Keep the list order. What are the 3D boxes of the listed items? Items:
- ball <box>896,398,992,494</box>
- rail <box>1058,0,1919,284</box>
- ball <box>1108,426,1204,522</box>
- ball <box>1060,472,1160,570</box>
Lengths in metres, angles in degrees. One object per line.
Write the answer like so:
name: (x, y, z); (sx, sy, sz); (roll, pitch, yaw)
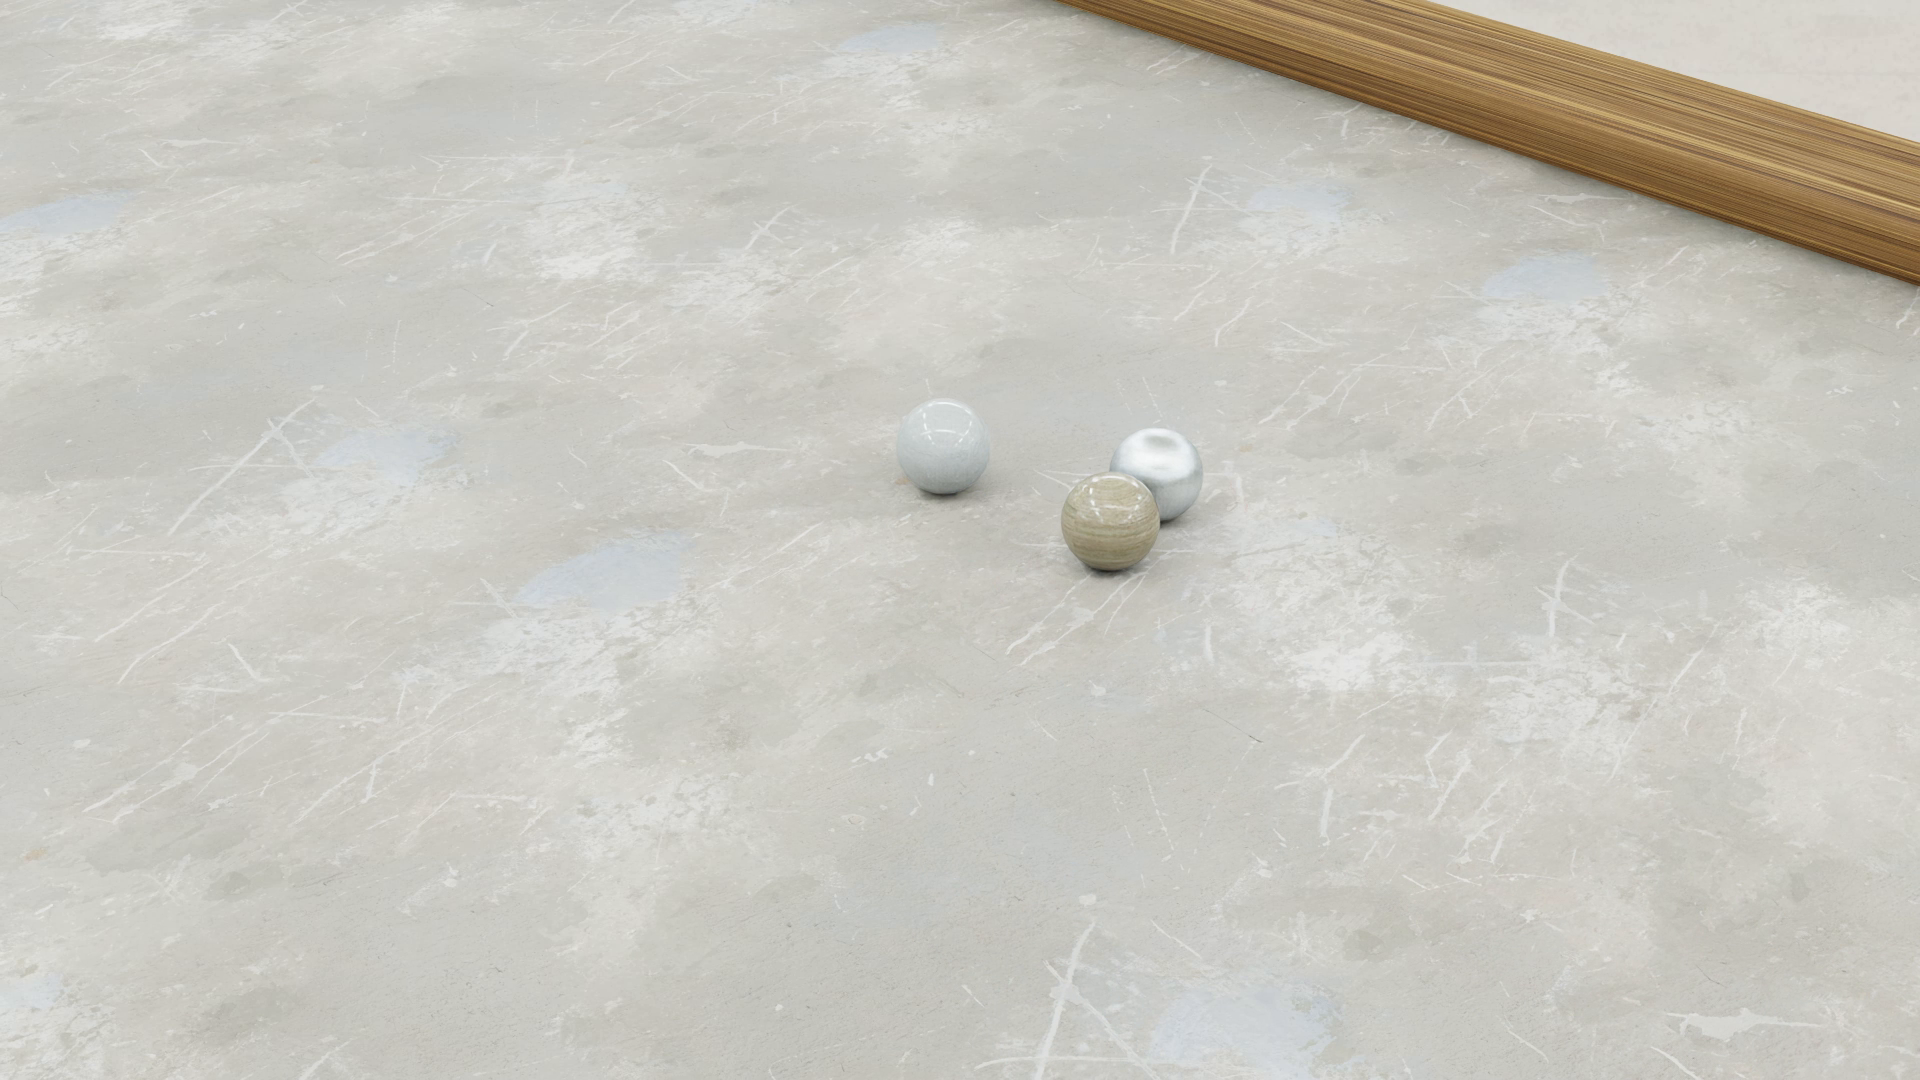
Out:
ball: (-0.013, -0.072, 2.255); (0.074, 0.074, 0.074); (0, 26, 0)
rail: (0.187, -0.655, 3.412); (0.045, 0.128, 4.177); (-18, 31, -34)
ball: (0.148, -0.049, 2.211); (0.071, 0.071, 0.071); (0, 26, 0)
ball: (0.109, -0.014, 2.135); (0.072, 0.072, 0.072); (0, 26, 0)
